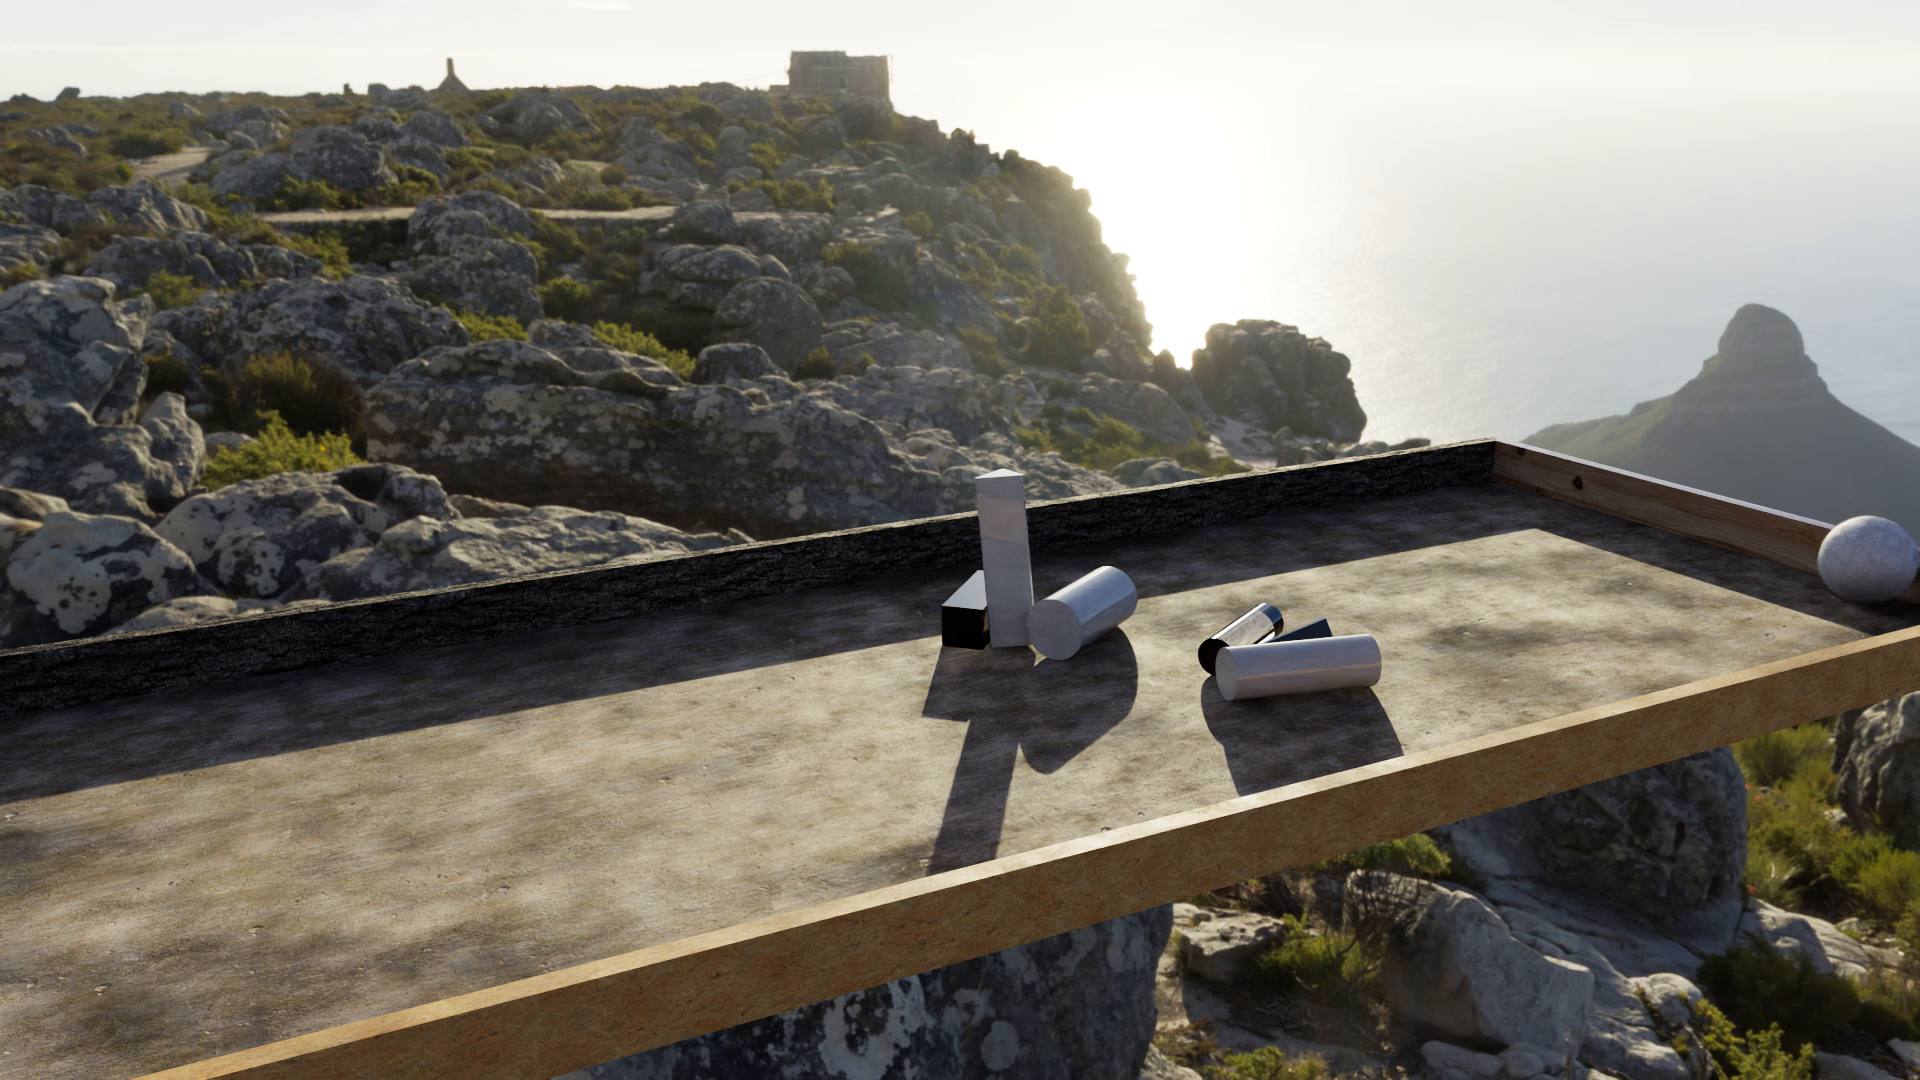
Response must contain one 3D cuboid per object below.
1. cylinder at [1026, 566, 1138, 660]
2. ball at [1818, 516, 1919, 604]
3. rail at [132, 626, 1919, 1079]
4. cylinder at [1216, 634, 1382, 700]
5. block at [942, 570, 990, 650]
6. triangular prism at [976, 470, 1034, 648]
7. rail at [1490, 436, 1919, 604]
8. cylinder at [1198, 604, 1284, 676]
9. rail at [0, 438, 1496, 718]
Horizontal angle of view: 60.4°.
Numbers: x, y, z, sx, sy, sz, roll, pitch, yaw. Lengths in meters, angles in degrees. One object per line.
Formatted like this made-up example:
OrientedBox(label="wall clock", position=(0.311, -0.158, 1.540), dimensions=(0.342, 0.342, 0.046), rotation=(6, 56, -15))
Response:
OrientedBox(label="cylinder", position=(0.329, 0.192, 4.409), dimensions=(0.165, 0.165, 0.331), rotation=(10, 19, 30))
OrientedBox(label="ball", position=(2.592, 0.058, 4.707), dimensions=(0.253, 0.253, 0.253), rotation=(0, 16, 0))
OrientedBox(label="rail", position=(-2.336, 1.006, 1.665), dimensions=(12.000, 0.150, 0.050), rotation=(-9, 18, -27))
OrientedBox(label="cylinder", position=(0.833, 0.312, 4.060), dimensions=(0.383, 0.131, 0.131), rotation=(-4, 17, -14))
OrientedBox(label="block", position=(0.055, 0.189, 4.512), dimensions=(0.113, 0.113, 0.326), rotation=(5, 17, 17))
OrientedBox(label="triangular prism", position=(0.127, 0.046, 4.378), dimensions=(0.123, 0.459, 0.107), rotation=(-4, 13, 7))
OrientedBox(label="rail", position=(2.466, -0.048, 5.253), dimensions=(0.050, 0.150, 2.100), rotation=(-9, 18, -27))
OrientedBox(label="cylinder", position=(0.734, 0.257, 4.296), dimensions=(0.102, 0.102, 0.326), rotation=(10, 19, 31))
OrientedBox(label="rail", position=(-3.305, 0.497, 3.399), dimensions=(12.000, 0.150, 0.050), rotation=(-9, 18, -27))
